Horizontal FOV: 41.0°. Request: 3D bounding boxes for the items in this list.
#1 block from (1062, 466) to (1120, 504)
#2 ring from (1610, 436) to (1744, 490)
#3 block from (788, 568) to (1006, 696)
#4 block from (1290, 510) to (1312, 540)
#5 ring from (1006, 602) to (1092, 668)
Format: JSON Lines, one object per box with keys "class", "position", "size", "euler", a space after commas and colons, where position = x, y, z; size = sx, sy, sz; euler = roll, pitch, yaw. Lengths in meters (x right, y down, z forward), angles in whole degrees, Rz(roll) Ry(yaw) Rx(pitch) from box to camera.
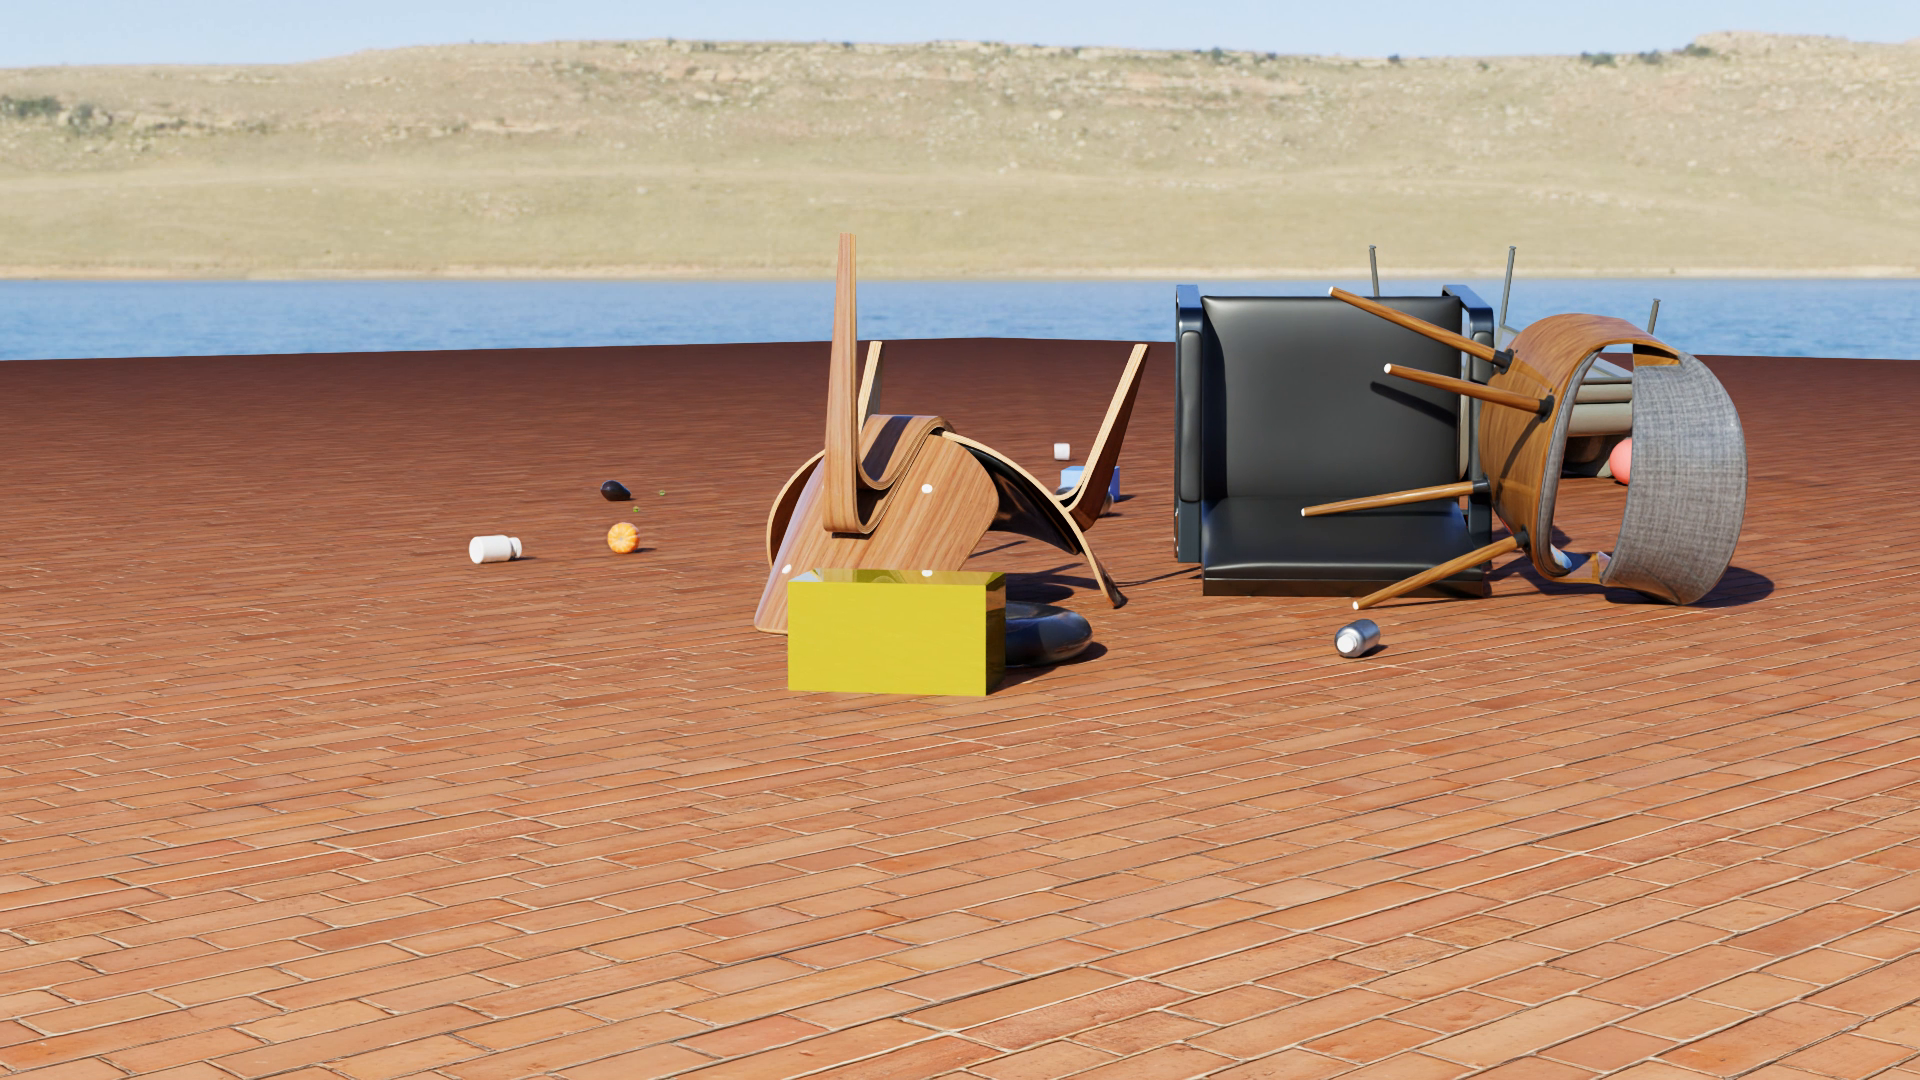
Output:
{"class": "block", "position": [0.382, -0.161, 7.506], "size": [0.143, 0.096, 0.181], "euler": [1, 6, 12]}
{"class": "ring", "position": [2.254, -0.241, 8.072], "size": [0.413, 0.142, 0.399], "euler": [5, 9, 34]}
{"class": "block", "position": [-0.100, 0.146, 4.139], "size": [0.319, 0.175, 0.184], "euler": [1, 6, 11]}
{"class": "block", "position": [0.859, -0.040, 6.473], "size": [0.049, 0.067, 0.082], "euler": [1, 6, 6]}
{"class": "ring", "position": [0.052, 0.161, 4.453], "size": [0.358, 0.082, 0.402], "euler": [1, 5, 5]}
